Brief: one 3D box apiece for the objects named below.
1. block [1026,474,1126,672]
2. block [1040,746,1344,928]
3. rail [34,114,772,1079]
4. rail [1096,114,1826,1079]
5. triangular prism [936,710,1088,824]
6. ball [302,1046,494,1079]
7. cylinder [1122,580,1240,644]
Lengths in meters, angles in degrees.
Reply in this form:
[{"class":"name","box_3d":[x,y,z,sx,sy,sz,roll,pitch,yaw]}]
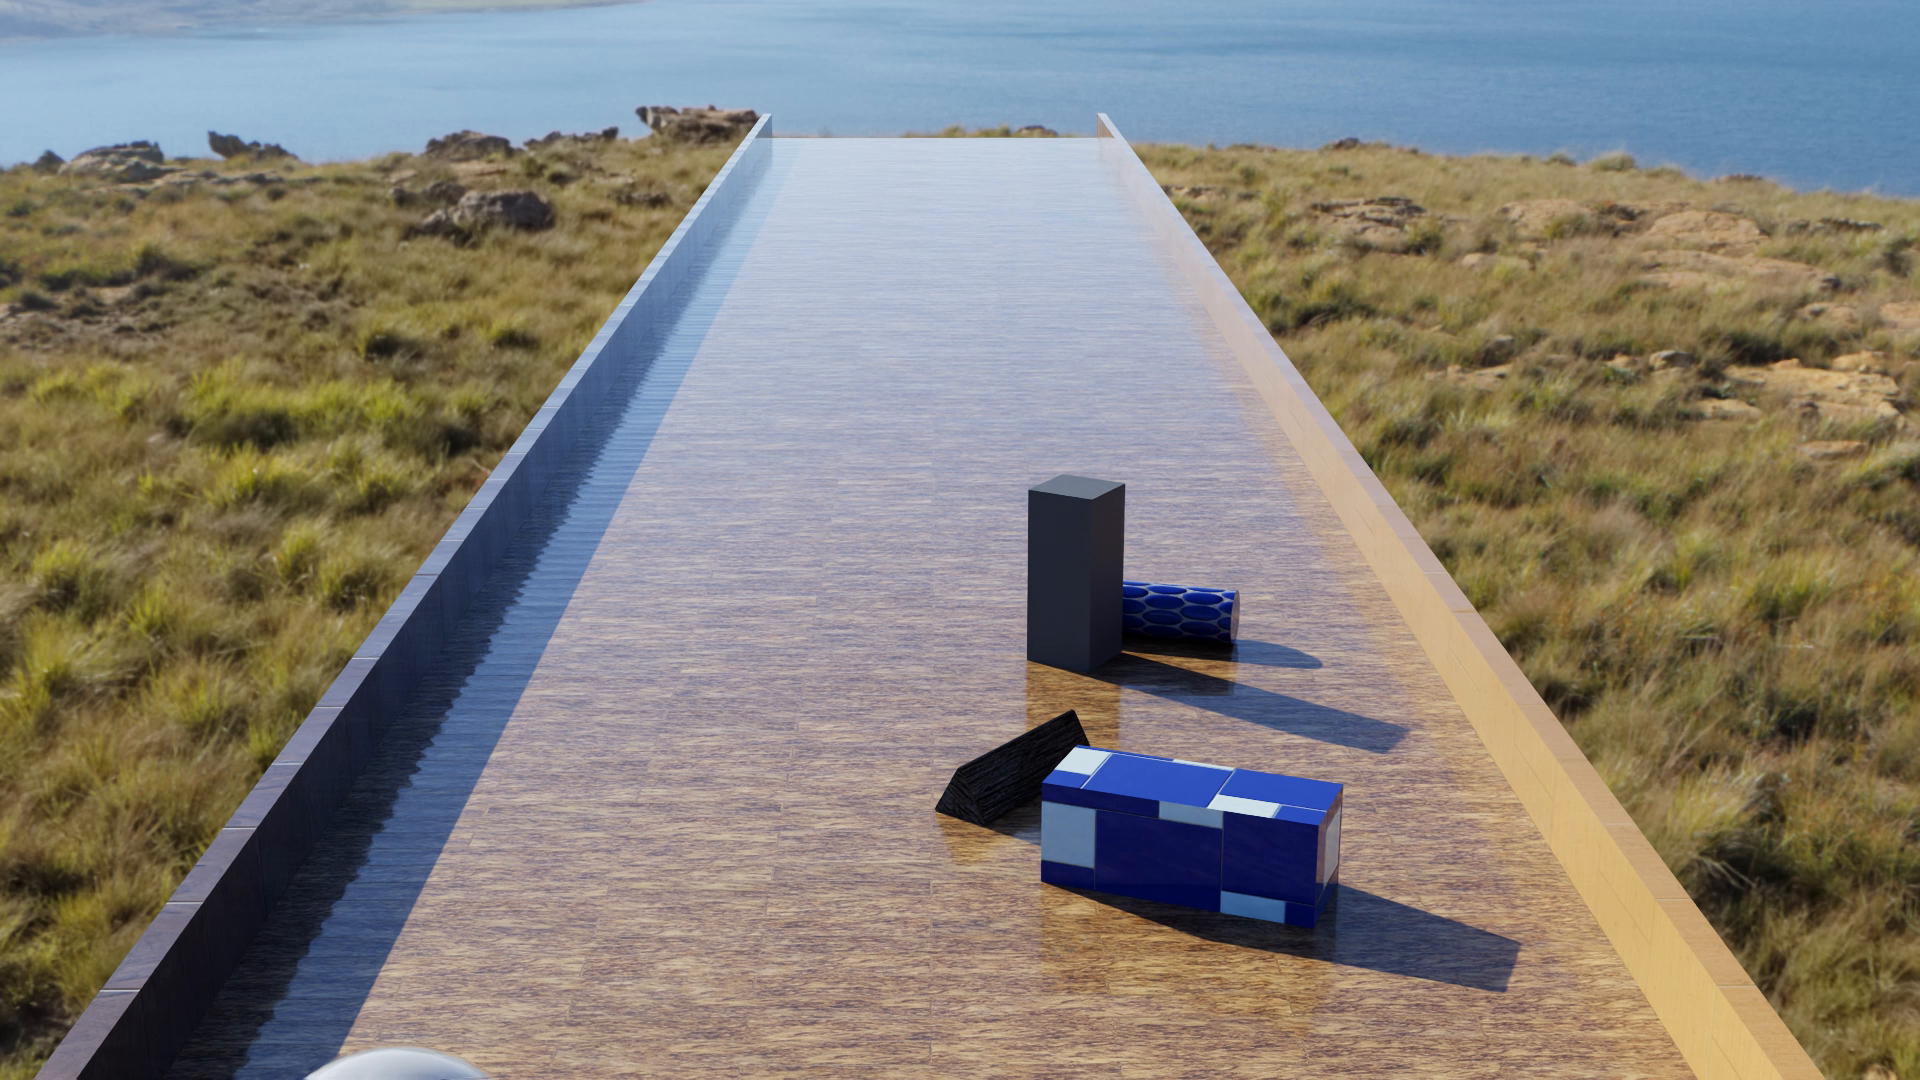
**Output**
[{"class":"block","box_3d":[0.231,0.064,4.388,0.141,0.355,0.141,10,19,30]},{"class":"block","box_3d":[0.358,0.454,3.406,0.432,0.167,0.167,7,18,21]},{"class":"rail","box_3d":[-1.118,-0.838,7.780,0.050,0.150,12.000,0,17,-1]},{"class":"rail","box_3d":[0.932,-0.844,7.801,0.050,0.150,12.000,0,17,-1]},{"class":"triangular prism","box_3d":[0.100,0.381,3.781,0.102,0.089,0.337,12,20,35]},{"class":"ball","box_3d":[-0.599,0.698,2.316,0.321,0.321,0.321,0,17,0]},{"class":"cylinder","box_3d":[0.403,0.145,4.541,0.333,0.113,0.113,5,17,16]}]
